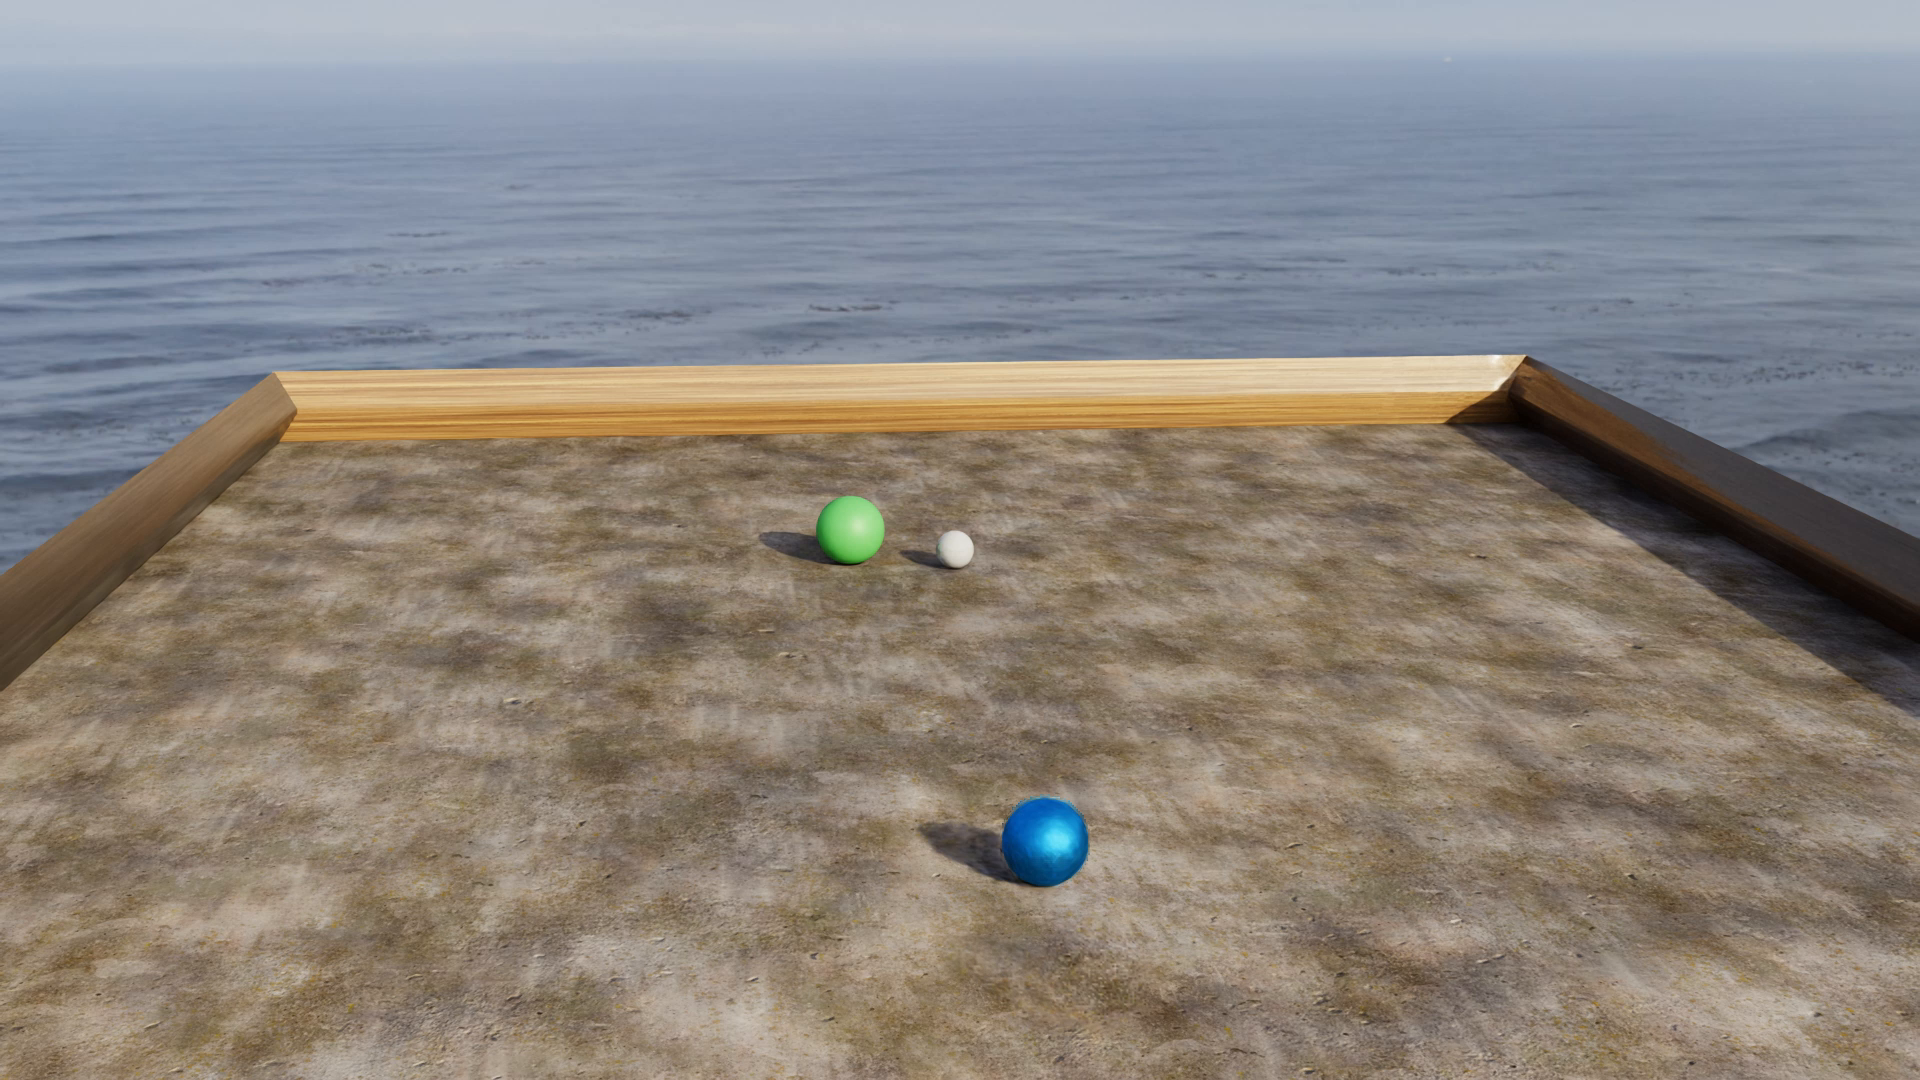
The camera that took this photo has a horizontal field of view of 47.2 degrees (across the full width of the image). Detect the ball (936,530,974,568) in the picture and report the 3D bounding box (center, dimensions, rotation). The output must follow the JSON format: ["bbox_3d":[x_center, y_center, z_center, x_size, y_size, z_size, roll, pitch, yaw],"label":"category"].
[{"bbox_3d":[-0.007,0.013,2.944,0.051,0.051,0.051,0,14,0],"label":"ball"}]

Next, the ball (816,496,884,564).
[{"bbox_3d":[-0.148,-0.013,2.965,0.093,0.093,0.093,0,14,0],"label":"ball"}]

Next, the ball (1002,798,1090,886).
[{"bbox_3d":[0.073,0.259,1.889,0.075,0.075,0.075,0,14,0],"label":"ball"}]

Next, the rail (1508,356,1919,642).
[{"bbox_3d":[1.155,0.181,2.108,0.045,0.120,3.832,-1,14,-5],"label":"rail"}]

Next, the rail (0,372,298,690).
[{"bbox_3d":[-0.995,0.224,1.933,0.045,0.120,3.832,-1,14,-5],"label":"rail"}]

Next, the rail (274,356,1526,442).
[{"bbox_3d":[-0.078,-0.246,3.851,2.204,0.120,0.045,-1,14,-5],"label":"rail"}]
